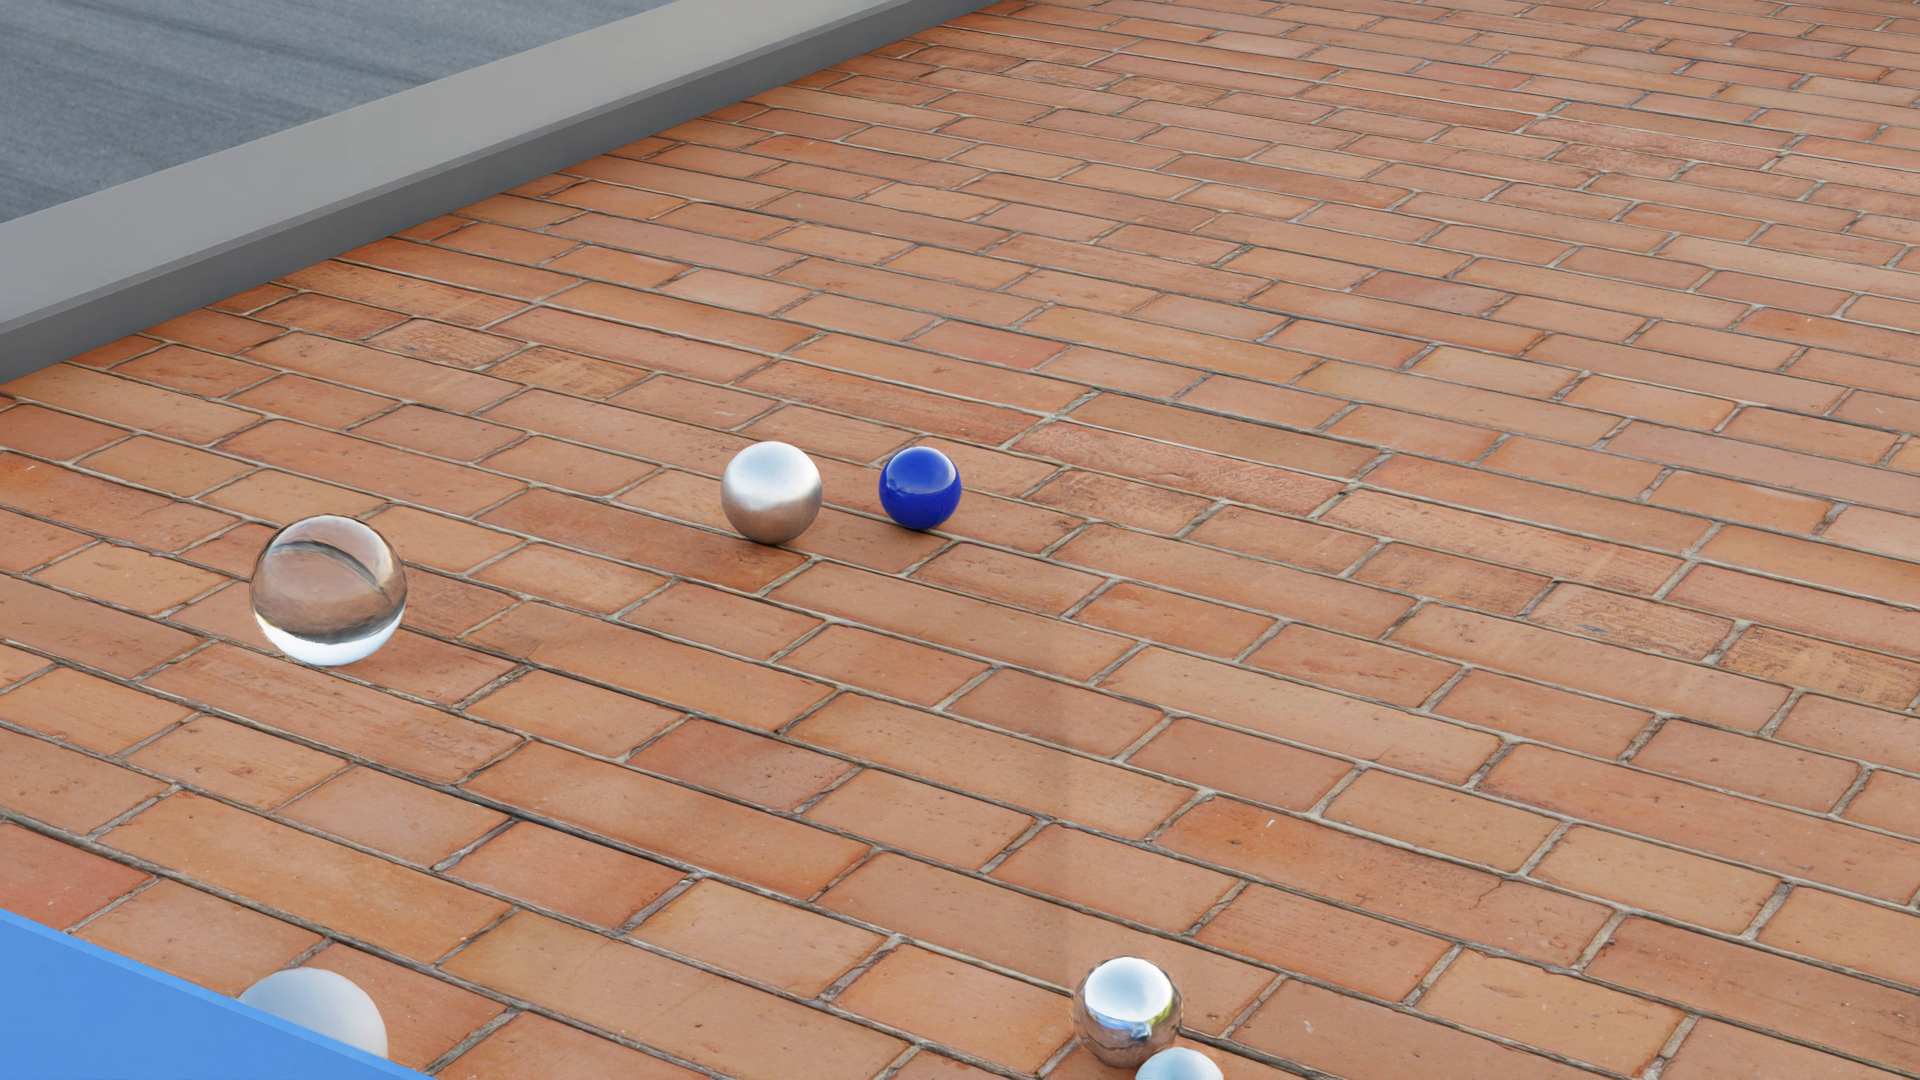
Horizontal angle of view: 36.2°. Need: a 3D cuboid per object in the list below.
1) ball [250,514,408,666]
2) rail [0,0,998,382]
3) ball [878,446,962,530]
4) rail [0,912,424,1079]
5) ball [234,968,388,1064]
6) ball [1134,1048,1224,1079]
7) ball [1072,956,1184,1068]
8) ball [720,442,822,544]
[{"bbox_3d":[-0.392,0.031,1.827,0.095,0.095,0.095,0,24,0],"label":"ball"},{"bbox_3d":[-0.286,-0.461,2.913,0.045,0.123,3.059,14,27,29],"label":"rail"},{"bbox_3d":[-0.027,-0.036,2.027,0.058,0.058,0.058,0,24,0],"label":"ball"},{"bbox_3d":[-0.391,0.224,1.349,1.670,0.123,0.045,14,27,29],"label":"rail"},{"bbox_3d":[-0.307,0.239,1.372,0.079,0.079,0.079,0,24,0],"label":"ball"},{"bbox_3d":[0.102,0.259,1.369,0.045,0.045,0.045,0,24,0],"label":"ball"},{"bbox_3d":[0.081,0.229,1.427,0.054,0.054,0.054,0,24,0],"label":"ball"},{"bbox_3d":[-0.128,-0.032,2.003,0.070,0.070,0.070,0,24,0],"label":"ball"}]
